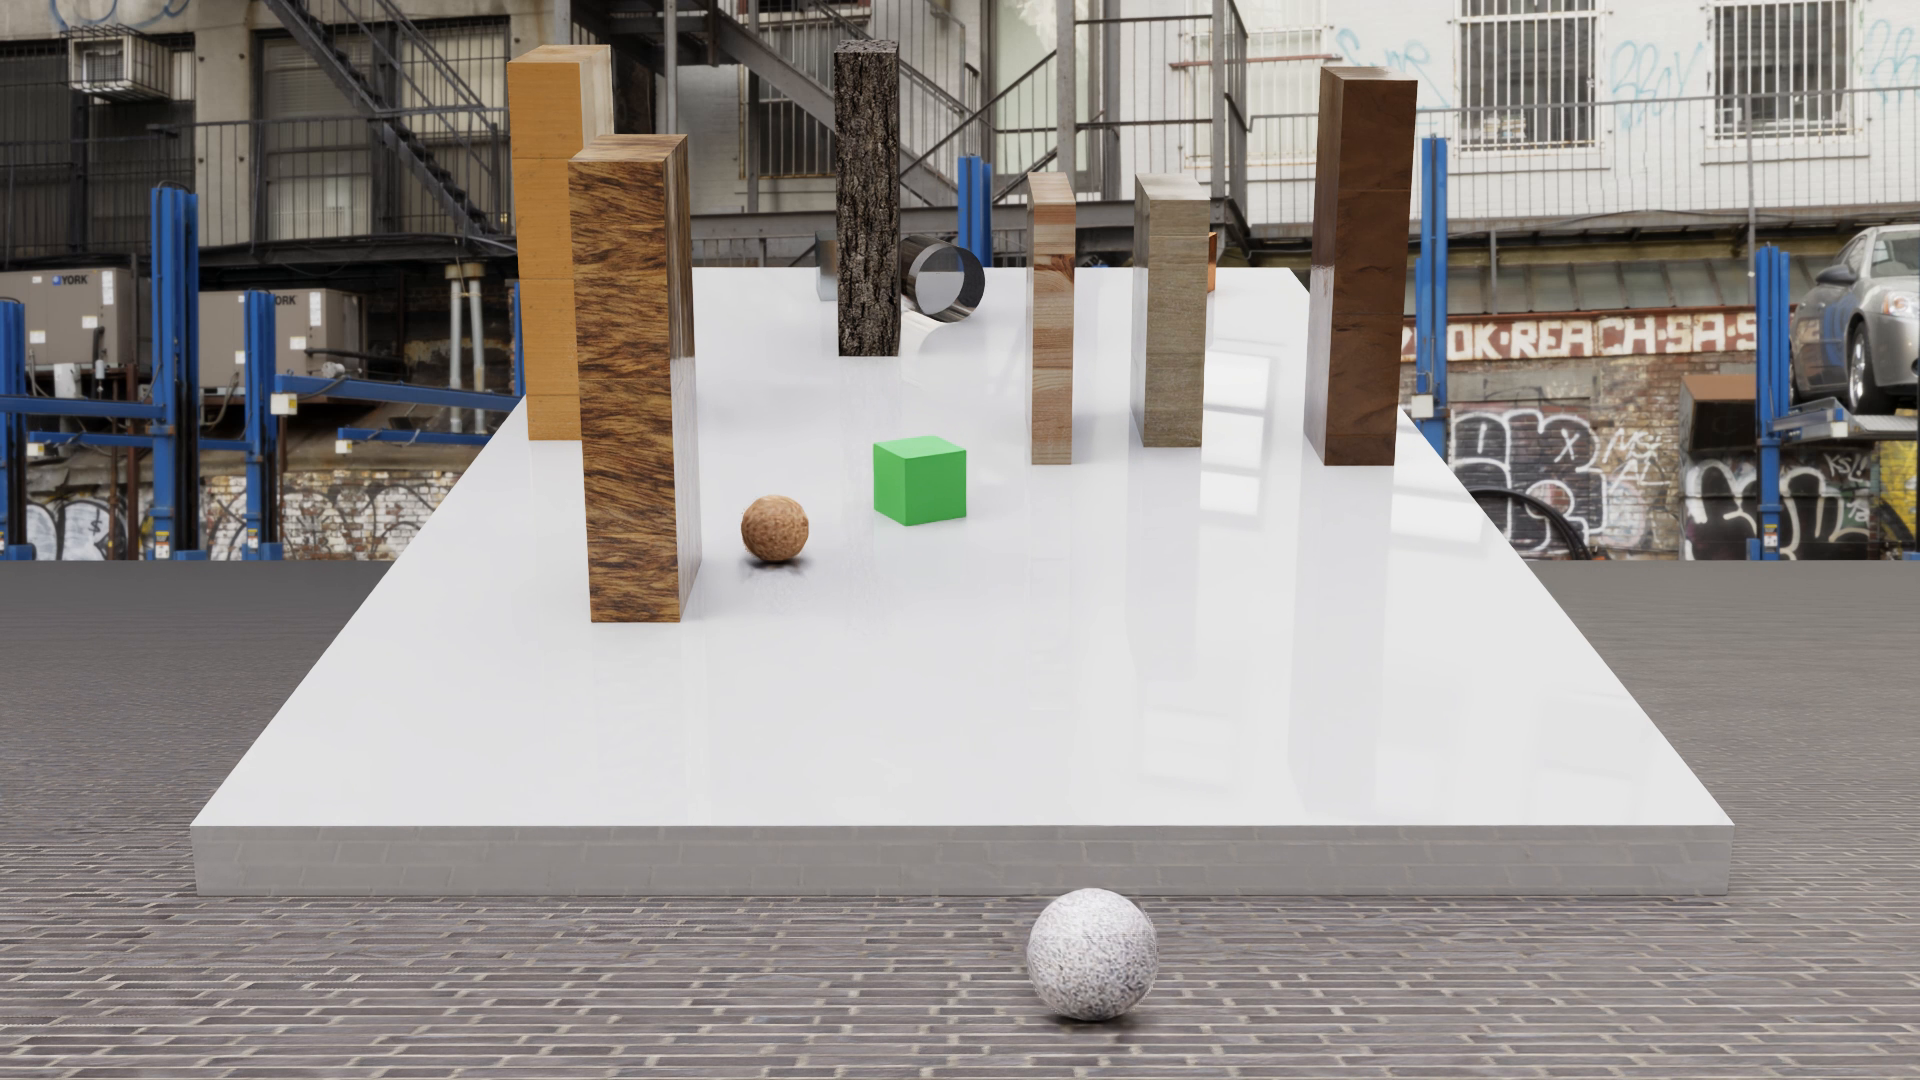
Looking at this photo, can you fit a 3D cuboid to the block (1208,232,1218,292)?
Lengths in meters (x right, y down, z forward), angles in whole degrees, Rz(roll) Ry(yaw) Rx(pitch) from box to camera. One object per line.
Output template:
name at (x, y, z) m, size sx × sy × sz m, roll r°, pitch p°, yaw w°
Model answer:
block at (0.625, -0.784, 6.315) m, size 0.162 × 0.162 × 0.162 m, roll 7°, pitch 19°, yaw 22°

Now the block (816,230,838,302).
block at (-0.315, -0.774, 6.267) m, size 0.171 × 0.171 × 0.171 m, roll -2°, pitch 17°, yaw -7°

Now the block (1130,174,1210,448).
block at (0.448, -0.502, 4.802) m, size 0.123 × 0.523 × 0.384 m, roll 0°, pitch 17°, yaw 0°

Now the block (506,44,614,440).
block at (-0.846, -0.653, 4.832) m, size 0.147 × 0.791 × 0.426 m, roll 0°, pitch 17°, yaw 0°

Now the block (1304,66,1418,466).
block at (0.818, -0.565, 4.580) m, size 0.144 × 0.778 × 0.286 m, roll 0°, pitch 17°, yaw 0°

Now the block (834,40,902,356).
block at (-0.228, -0.864, 5.598) m, size 0.147 × 0.741 × 0.371 m, roll 0°, pitch 17°, yaw 0°

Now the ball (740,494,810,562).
ball at (-0.327, -0.021, 3.931) m, size 0.120 × 0.120 × 0.120 m, roll 0°, pitch 0°, yaw 0°

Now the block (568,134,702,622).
block at (-0.530, -0.273, 3.683) m, size 0.145 × 0.748 × 0.340 m, roll 0°, pitch 17°, yaw 0°

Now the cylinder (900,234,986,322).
cylinder at (-0.070, -0.703, 5.980) m, size 0.205 × 0.205 × 0.205 m, roll 0°, pitch 15°, yaw -27°

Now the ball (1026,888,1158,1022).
ball at (0.127, 0.397, 2.135) m, size 0.125 × 0.125 × 0.125 m, roll 0°, pitch 0°, yaw 0°

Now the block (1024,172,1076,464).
block at (0.187, -0.474, 4.686) m, size 0.082 × 0.538 × 0.424 m, roll 0°, pitch 17°, yaw 0°

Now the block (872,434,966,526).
block at (-0.076, -0.114, 4.214) m, size 0.131 × 0.131 × 0.131 m, roll -9°, pitch 20°, yaw -28°

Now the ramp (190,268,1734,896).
ramp at (-0.003, -0.177, 4.806) m, size 2.000 × 0.100 × 4.000 m, roll 0°, pitch 17°, yaw 0°
